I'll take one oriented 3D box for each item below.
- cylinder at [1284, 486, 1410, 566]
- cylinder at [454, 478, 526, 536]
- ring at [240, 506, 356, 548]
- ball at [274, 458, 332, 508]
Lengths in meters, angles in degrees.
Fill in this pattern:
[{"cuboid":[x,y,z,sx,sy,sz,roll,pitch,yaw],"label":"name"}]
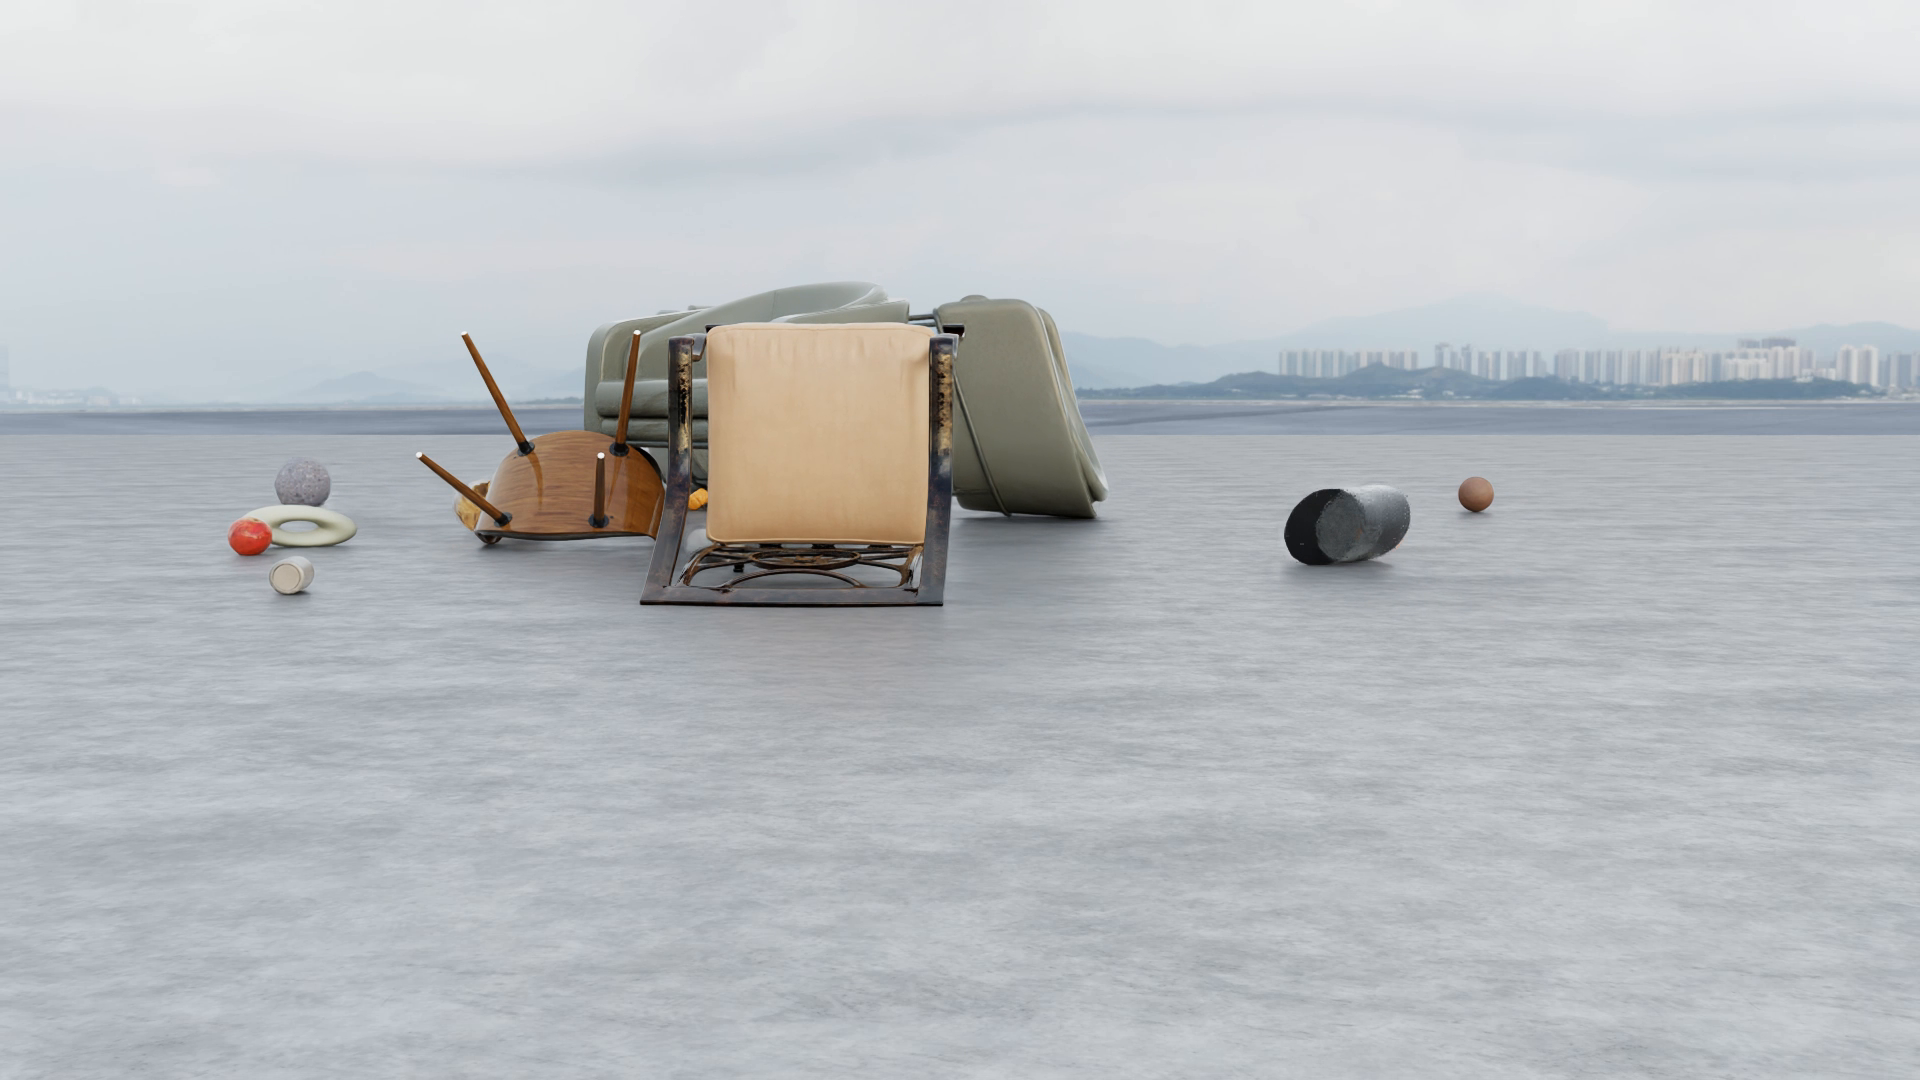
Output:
[{"cuboid":[1.003,-0.040,5.682,0.235,0.182,0.274,-35,-17,33],"label":"cylinder"},{"cuboid":[-1.470,-0.105,6.871,0.207,0.164,0.245,-7,6,-15],"label":"cylinder"},{"cuboid":[-1.885,-0.039,6.271,0.330,0.118,0.104,3,13,-31],"label":"ring"},{"cuboid":[-2.392,-0.199,8.008,0.196,0.196,0.196,0,4,0],"label":"ball"}]
